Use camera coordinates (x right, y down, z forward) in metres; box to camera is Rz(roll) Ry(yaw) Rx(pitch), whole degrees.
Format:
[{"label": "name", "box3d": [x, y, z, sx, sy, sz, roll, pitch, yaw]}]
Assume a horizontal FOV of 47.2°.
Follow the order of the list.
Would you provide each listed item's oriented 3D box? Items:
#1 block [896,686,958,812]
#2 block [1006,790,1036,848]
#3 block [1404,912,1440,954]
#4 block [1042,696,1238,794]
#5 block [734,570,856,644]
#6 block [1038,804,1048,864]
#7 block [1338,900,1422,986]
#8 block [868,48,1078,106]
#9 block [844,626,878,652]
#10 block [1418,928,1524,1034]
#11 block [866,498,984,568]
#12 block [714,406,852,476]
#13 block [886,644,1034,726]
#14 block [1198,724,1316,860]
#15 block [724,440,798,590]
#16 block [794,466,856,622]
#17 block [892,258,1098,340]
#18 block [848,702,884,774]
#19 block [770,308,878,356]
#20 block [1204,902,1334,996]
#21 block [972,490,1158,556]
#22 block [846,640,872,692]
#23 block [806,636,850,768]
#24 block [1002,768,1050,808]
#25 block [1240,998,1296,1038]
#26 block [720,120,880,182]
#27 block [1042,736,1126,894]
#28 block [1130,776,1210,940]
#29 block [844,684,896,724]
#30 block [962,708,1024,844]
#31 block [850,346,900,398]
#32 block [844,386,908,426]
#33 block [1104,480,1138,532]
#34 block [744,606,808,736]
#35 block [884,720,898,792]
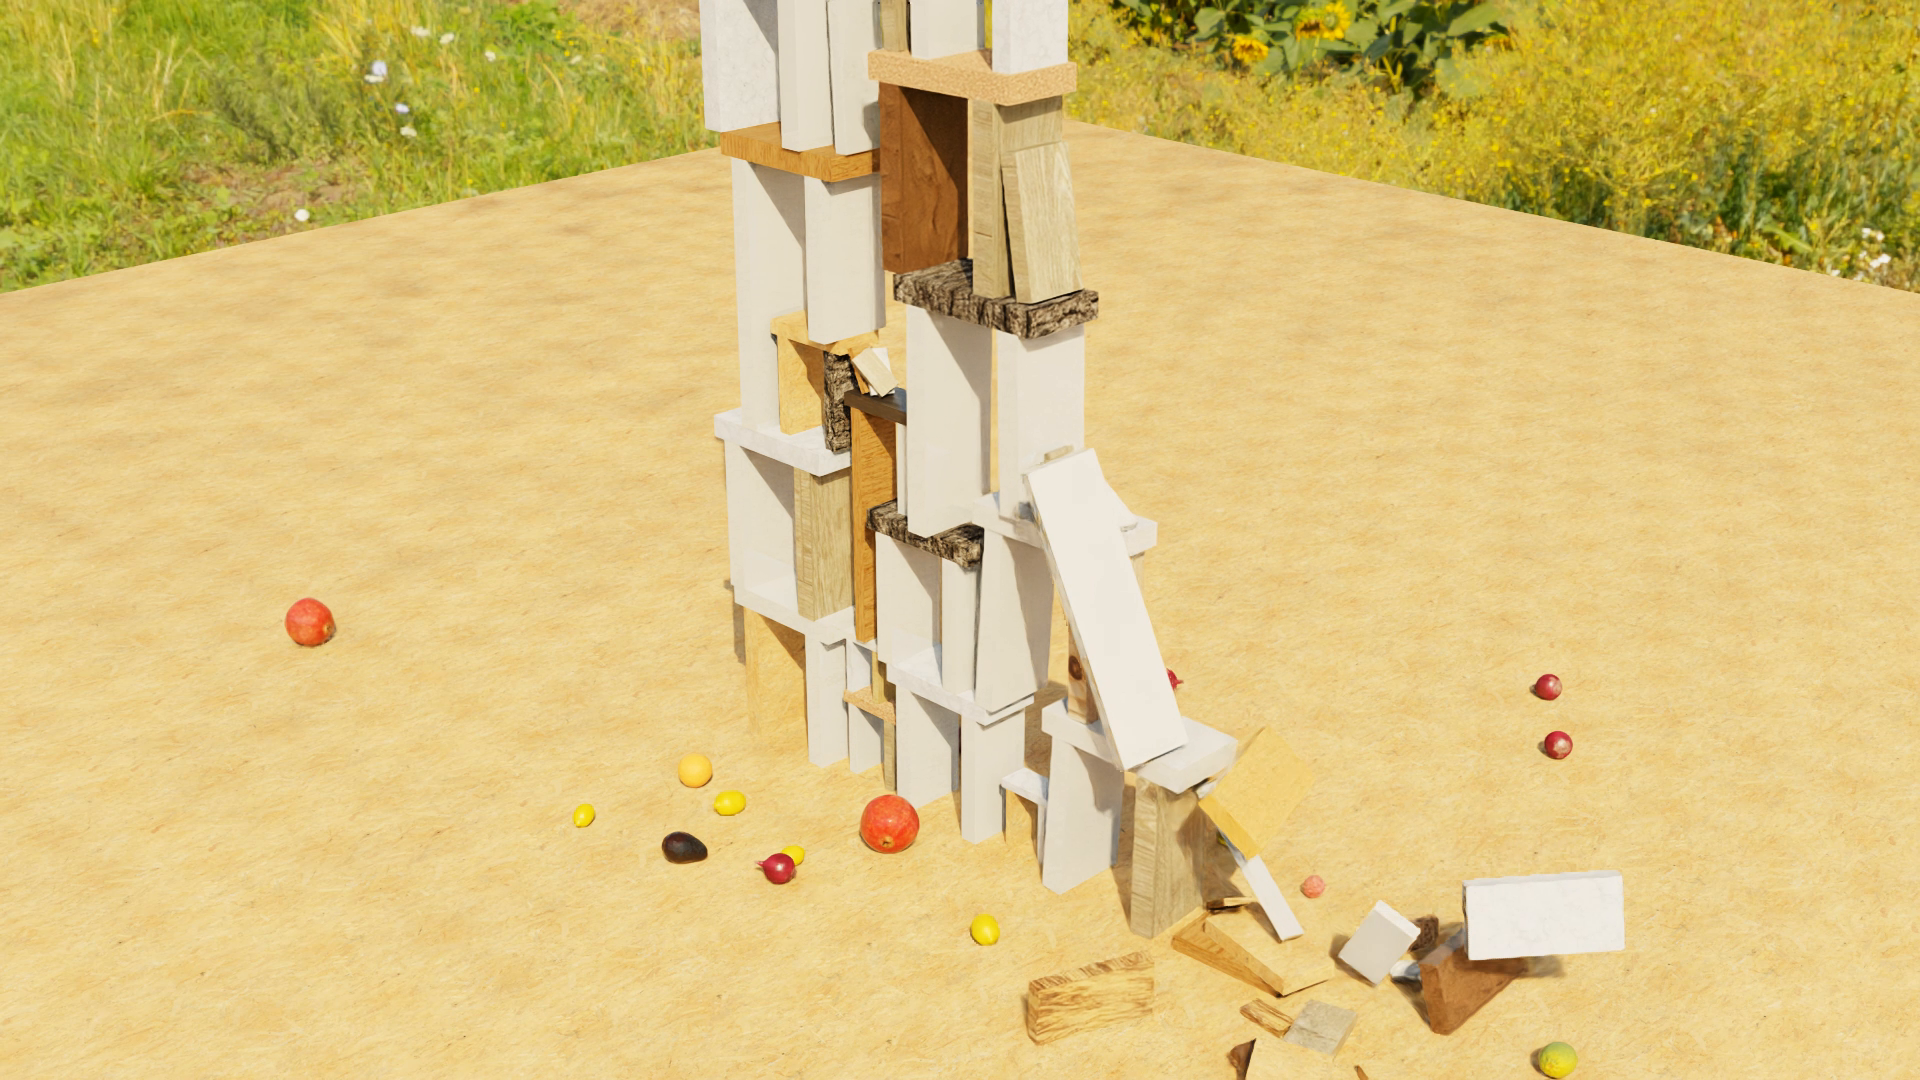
[{"label": "block", "box3d": [-0.065, 0.401, 4.463, 0.137, 0.275, 0.039, -21, 31, -41]}, {"label": "block", "box3d": [0.119, 0.538, 4.330, 0.018, 0.128, 0.064, 21, 31, 41]}, {"label": "block", "box3d": [0.818, 0.719, 3.994, 0.113, 0.056, 0.016, -12, 26, -26]}, {"label": "block", "box3d": [0.326, 0.356, 4.020, 0.328, 0.046, 0.164, 22, 31, 40]}, {"label": "block", "box3d": [-0.322, 0.134, 4.631, 0.297, 0.042, 0.148, 21, 31, 41]}, {"label": "block", "box3d": [0.180, 0.561, 4.274, 0.018, 0.128, 0.064, 21, 31, 41]}, {"label": "block", "box3d": [0.727, 0.700, 3.817, 0.086, 0.172, 0.024, 36, 51, 13]}, {"label": "block", "box3d": [0.019, -0.823, 3.863, 0.345, 0.049, 0.172, 20, 30, 40]}, {"label": "block", "box3d": [-0.178, 0.201, 4.498, 0.117, 0.017, 0.058, 21, 31, 41]}, {"label": "block", "box3d": [0.894, 0.745, 3.835, 0.036, 0.128, 0.257, -2, 15, 45]}, {"label": "block", "box3d": [-0.035, -0.023, 4.253, 0.277, 0.039, 0.139, 21, 31, 40]}, {"label": "block", "box3d": [-0.335, -0.214, 4.502, 0.163, 0.046, 0.327, -21, 31, -41]}, {"label": "block", "box3d": [0.000, 0.282, 4.344, 0.275, 0.039, 0.137, 21, 31, 40]}, {"label": "block", "box3d": [0.524, 0.439, 3.858, 0.130, 0.037, 0.261, 48, 38, 2]}, {"label": "block", "box3d": [-0.412, -0.073, 4.646, 0.163, 0.327, 0.046, -21, 31, -41]}, {"label": "block", "box3d": [-0.259, -0.013, 4.504, 0.163, 0.327, 0.046, -21, 31, -41]}, {"label": "block", "box3d": [0.062, -0.440, 3.966, 0.174, 0.049, 0.347, -21, 30, -41]}, {"label": "block", "box3d": [-0.195, 0.403, 4.606, 0.023, 0.160, 0.080, 21, 31, 41]}, {"label": "block", "box3d": [-0.268, -0.412, 4.347, 0.205, 0.029, 0.103, 21, 31, 41]}, {"label": "block", "box3d": [0.551, 0.727, 3.925, 0.113, 0.032, 0.226, -13, 26, -28]}, {"label": "block", "box3d": [0.188, -0.031, 4.011, 0.314, 0.044, 0.157, 21, 31, 41]}, {"label": "block", "box3d": [-0.207, 0.251, 4.551, 0.017, 0.117, 0.058, 21, 31, 41]}, {"label": "block", "box3d": [-0.252, 0.317, 4.633, 0.042, 0.297, 0.149, 21, 31, 40]}, {"label": "block", "box3d": [0.150, 0.482, 4.274, 0.128, 0.018, 0.064, 21, 31, 41]}, {"label": "block", "box3d": [0.533, 0.825, 3.799, 0.046, 0.013, 0.092, -18, 29, -36]}, {"label": "block", "box3d": [-0.295, -0.750, 4.223, 0.322, 0.046, 0.161, 21, 31, 41]}, {"label": "block", "box3d": [0.238, 0.496, 4.170, 0.046, 0.328, 0.164, 25, 33, 39]}, {"label": "block", "box3d": [0.386, 0.554, 4.035, 0.046, 0.328, 0.164, 19, 30, 37]}, {"label": "block", "box3d": [-0.157, 0.333, 4.536, 0.160, 0.023, 0.080, 21, 31, 41]}, {"label": "block", "box3d": [0.065, 0.451, 4.346, 0.137, 0.274, 0.039, -21, 31, -41]}, {"label": "block", "box3d": [-0.164, -0.323, 4.245, 0.046, 0.092, 0.013, -40, 1, -20]}, {"label": "block", "box3d": [-0.126, -0.264, 4.256, 0.187, 0.027, 0.094, 21, 31, 40]}, {"label": "block", "box3d": [0.260, -0.063, 3.926, 0.060, 0.017, 0.120, -15, 58, -38]}, {"label": "block", "box3d": [-0.392, 0.263, 4.762, 0.042, 0.297, 0.149, 21, 31, 41]}, {"label": "block", "box3d": [-0.119, 0.432, 4.537, 0.023, 0.160, 0.080, 21, 31, 41]}]
